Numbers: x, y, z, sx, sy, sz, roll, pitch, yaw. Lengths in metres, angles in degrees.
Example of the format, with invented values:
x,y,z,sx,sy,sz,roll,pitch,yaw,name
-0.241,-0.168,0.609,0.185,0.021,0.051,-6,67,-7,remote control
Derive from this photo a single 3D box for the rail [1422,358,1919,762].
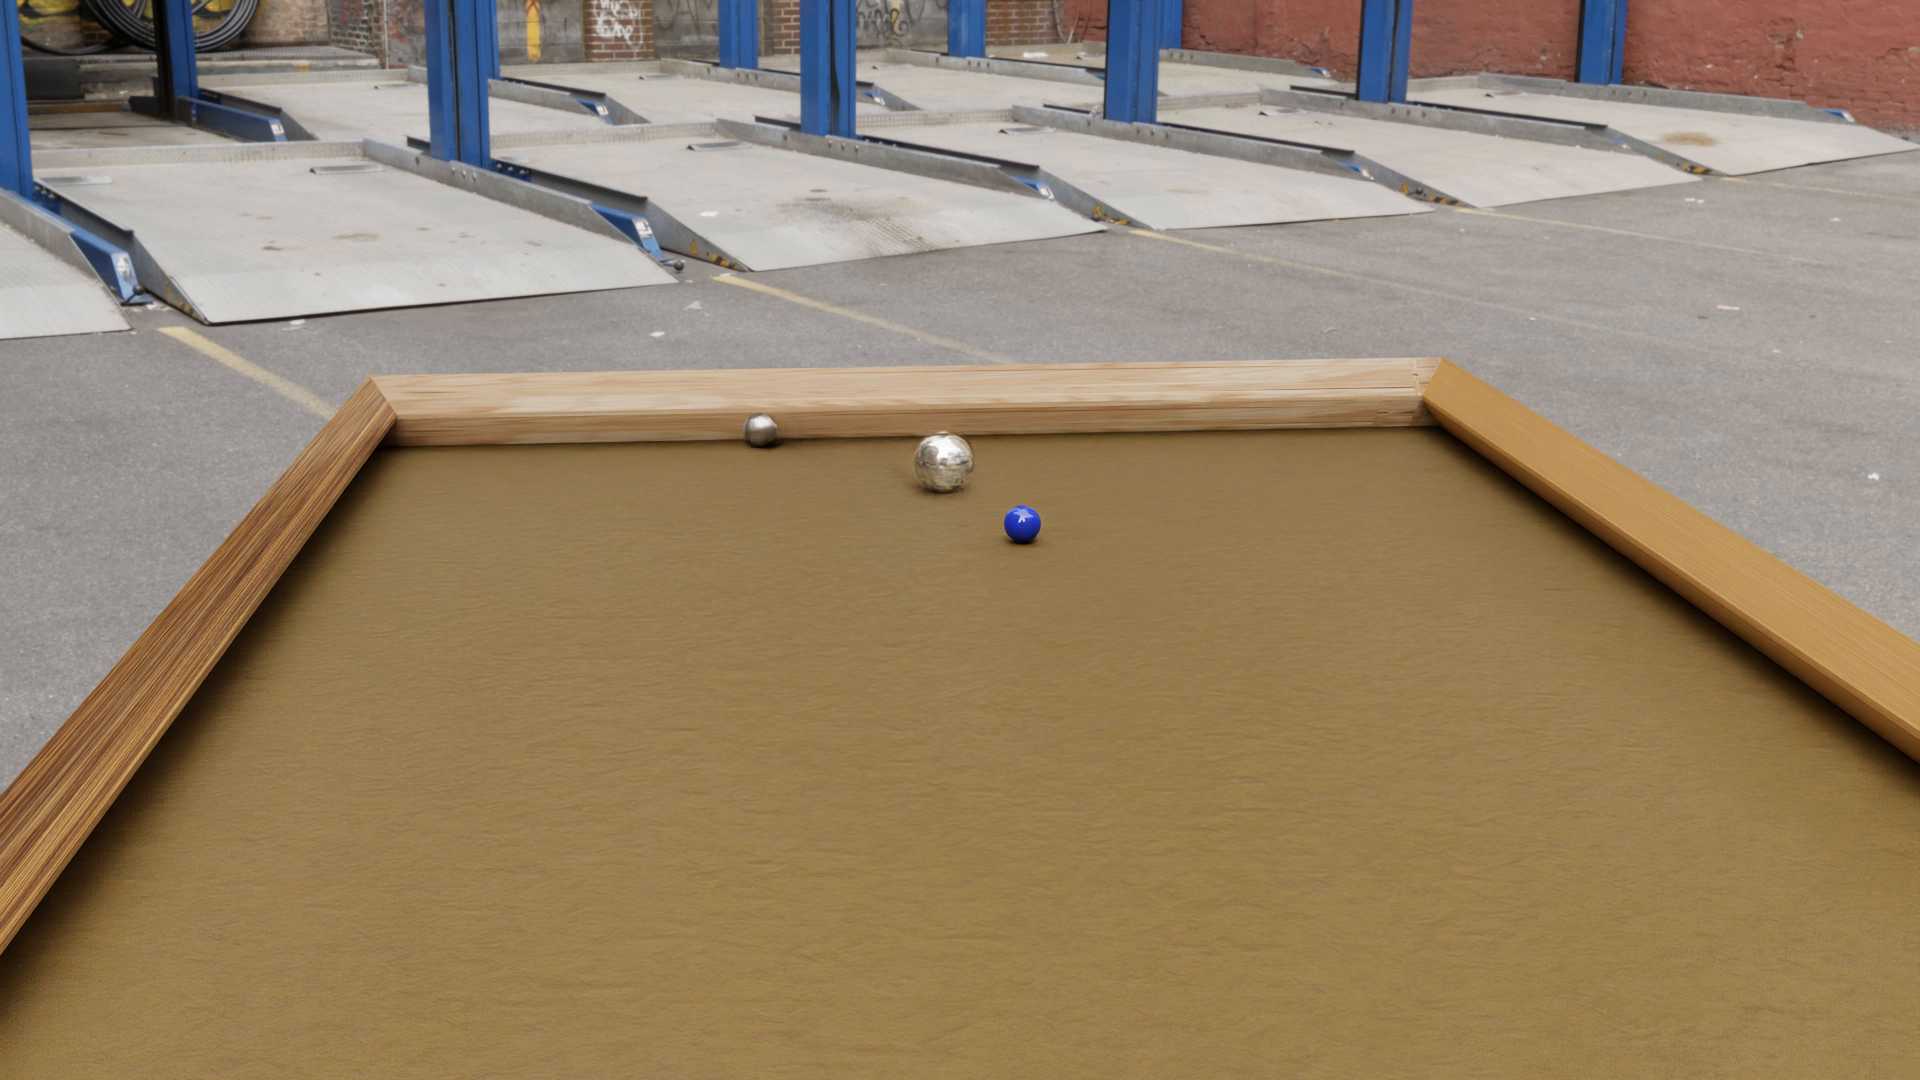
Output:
x,y,z,sx,sy,sz,roll,pitch,yaw,name
0.865,0.137,2.098,0.045,0.108,2.833,-1,15,-5,rail

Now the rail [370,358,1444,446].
x,y,z,sx,sy,sz,roll,pitch,yaw,name
-0.063,-0.208,3.365,1.655,0.108,0.045,-1,15,-5,rail

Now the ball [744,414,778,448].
x,y,z,sx,sy,sz,roll,pitch,yaw,name
-0.300,-0.165,3.319,0.051,0.051,0.051,0,15,0,ball

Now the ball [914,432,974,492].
x,y,z,sx,sy,sz,roll,pitch,yaw,name
-0.022,-0.108,3.048,0.083,0.083,0.083,0,15,0,ball

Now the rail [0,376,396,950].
x,y,z,sx,sy,sz,roll,pitch,yaw,name
-0.736,0.176,1.956,0.045,0.108,2.833,-1,15,-5,rail

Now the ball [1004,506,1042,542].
x,y,z,sx,sy,sz,roll,pitch,yaw,name
0.079,-0.020,2.794,0.048,0.048,0.048,0,15,0,ball
